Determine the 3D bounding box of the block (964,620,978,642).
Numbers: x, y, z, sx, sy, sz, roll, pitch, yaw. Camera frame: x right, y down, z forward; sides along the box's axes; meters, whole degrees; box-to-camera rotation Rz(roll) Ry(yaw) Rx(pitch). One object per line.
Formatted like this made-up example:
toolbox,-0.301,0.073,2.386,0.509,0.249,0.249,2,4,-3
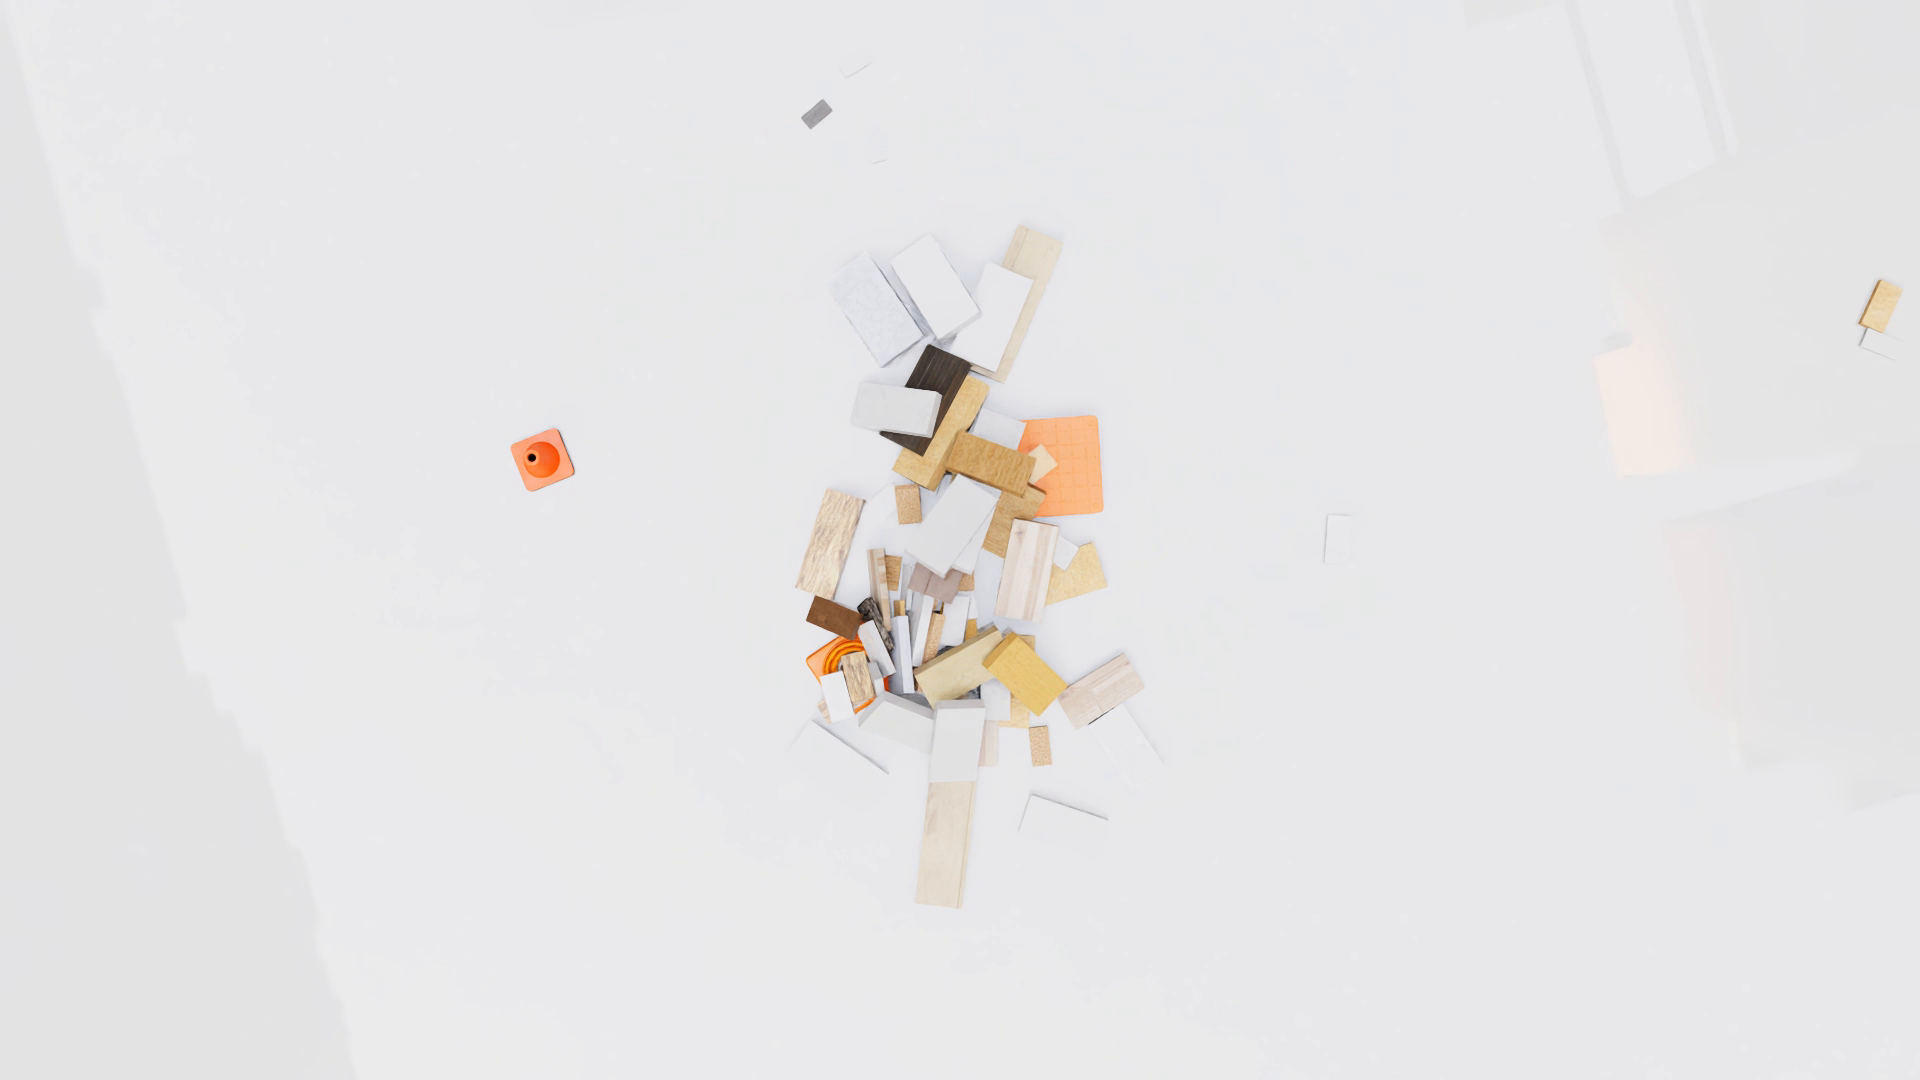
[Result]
block,0.016,0.293,5.446,0.082,0.023,0.164,-12,61,6

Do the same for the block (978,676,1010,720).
block,0.114,0.493,5.432,0.099,0.028,0.199,3,81,-12

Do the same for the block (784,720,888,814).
block,-0.410,0.751,5.478,0.313,0.044,0.157,35,90,0

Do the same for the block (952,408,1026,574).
block,0.055,-0.160,5.338,0.153,0.043,0.539,19,72,3

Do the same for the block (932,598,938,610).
block,-0.081,0.143,5.455,0.024,0.086,0.173,11,90,-8

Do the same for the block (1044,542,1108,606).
block,0.317,0.126,5.478,0.310,0.044,0.155,-17,90,0

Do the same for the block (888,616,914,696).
block,-0.201,0.382,5.418,0.036,0.126,0.252,-1,81,-25

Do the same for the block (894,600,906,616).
block,-0.200,0.257,5.470,0.016,0.058,0.115,-2,90,-25

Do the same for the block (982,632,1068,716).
block,0.213,0.440,5.387,0.145,0.041,0.290,-47,123,-3

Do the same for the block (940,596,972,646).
block,-0.017,0.266,5.414,0.082,0.023,0.164,6,82,17

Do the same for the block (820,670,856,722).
block,-0.403,0.513,5.423,0.078,0.022,0.157,-15,95,2

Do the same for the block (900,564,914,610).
block,-0.176,0.156,5.471,0.016,0.058,0.150,5,90,-26

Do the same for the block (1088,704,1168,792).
block,0.556,0.689,5.481,0.135,0.038,0.271,-34,90,0

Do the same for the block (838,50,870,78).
block,-0.352,-1.584,5.493,0.098,0.014,0.049,-31,90,0

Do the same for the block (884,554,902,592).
block,-0.229,0.110,5.492,0.058,0.016,0.115,8,90,0

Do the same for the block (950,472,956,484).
block,0.021,-0.190,5.453,0.102,0.029,0.203,11,75,3

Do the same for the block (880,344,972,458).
block,-0.114,-0.461,5.431,0.171,0.048,0.342,28,90,36

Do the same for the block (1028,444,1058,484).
block,0.226,-0.227,5.430,0.176,0.025,0.088,-39,89,3

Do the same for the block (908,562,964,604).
block,-0.046,0.039,5.355,0.153,0.043,0.307,20,87,3

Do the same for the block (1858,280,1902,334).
block,3.064,-0.776,5.489,0.080,0.023,0.159,25,90,0

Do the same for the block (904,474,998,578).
block,-0.028,-0.045,5.250,0.153,0.043,0.307,34,73,8

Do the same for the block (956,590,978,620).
block,0.021,0.206,5.445,0.058,0.016,0.116,-10,79,-4

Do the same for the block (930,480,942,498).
block,-0.066,-0.220,5.461,0.022,0.078,0.157,19,90,0

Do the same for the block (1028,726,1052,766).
block,0.267,0.687,5.491,0.064,0.018,0.129,-7,90,0

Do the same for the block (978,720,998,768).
block,0.086,0.671,5.488,0.082,0.023,0.165,2,90,0

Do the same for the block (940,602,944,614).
block,-0.029,0.207,5.469,0.058,0.016,0.116,14,66,1

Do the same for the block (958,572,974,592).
block,0.002,0.084,5.458,0.086,0.024,0.173,-2,70,-1

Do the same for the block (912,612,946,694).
block,-0.119,0.365,5.435,0.036,0.126,0.262,14,90,-26

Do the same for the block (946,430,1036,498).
block,0.101,-0.245,5.326,0.264,0.037,0.132,20,72,3

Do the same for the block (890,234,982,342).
block,-0.079,-0.829,5.424,0.162,0.046,0.325,-34,75,10

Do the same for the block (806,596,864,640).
block,-0.414,0.257,5.445,0.186,0.026,0.093,21,90,27

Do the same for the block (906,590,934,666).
block,-0.146,0.284,5.435,0.036,0.126,0.252,11,90,-26
